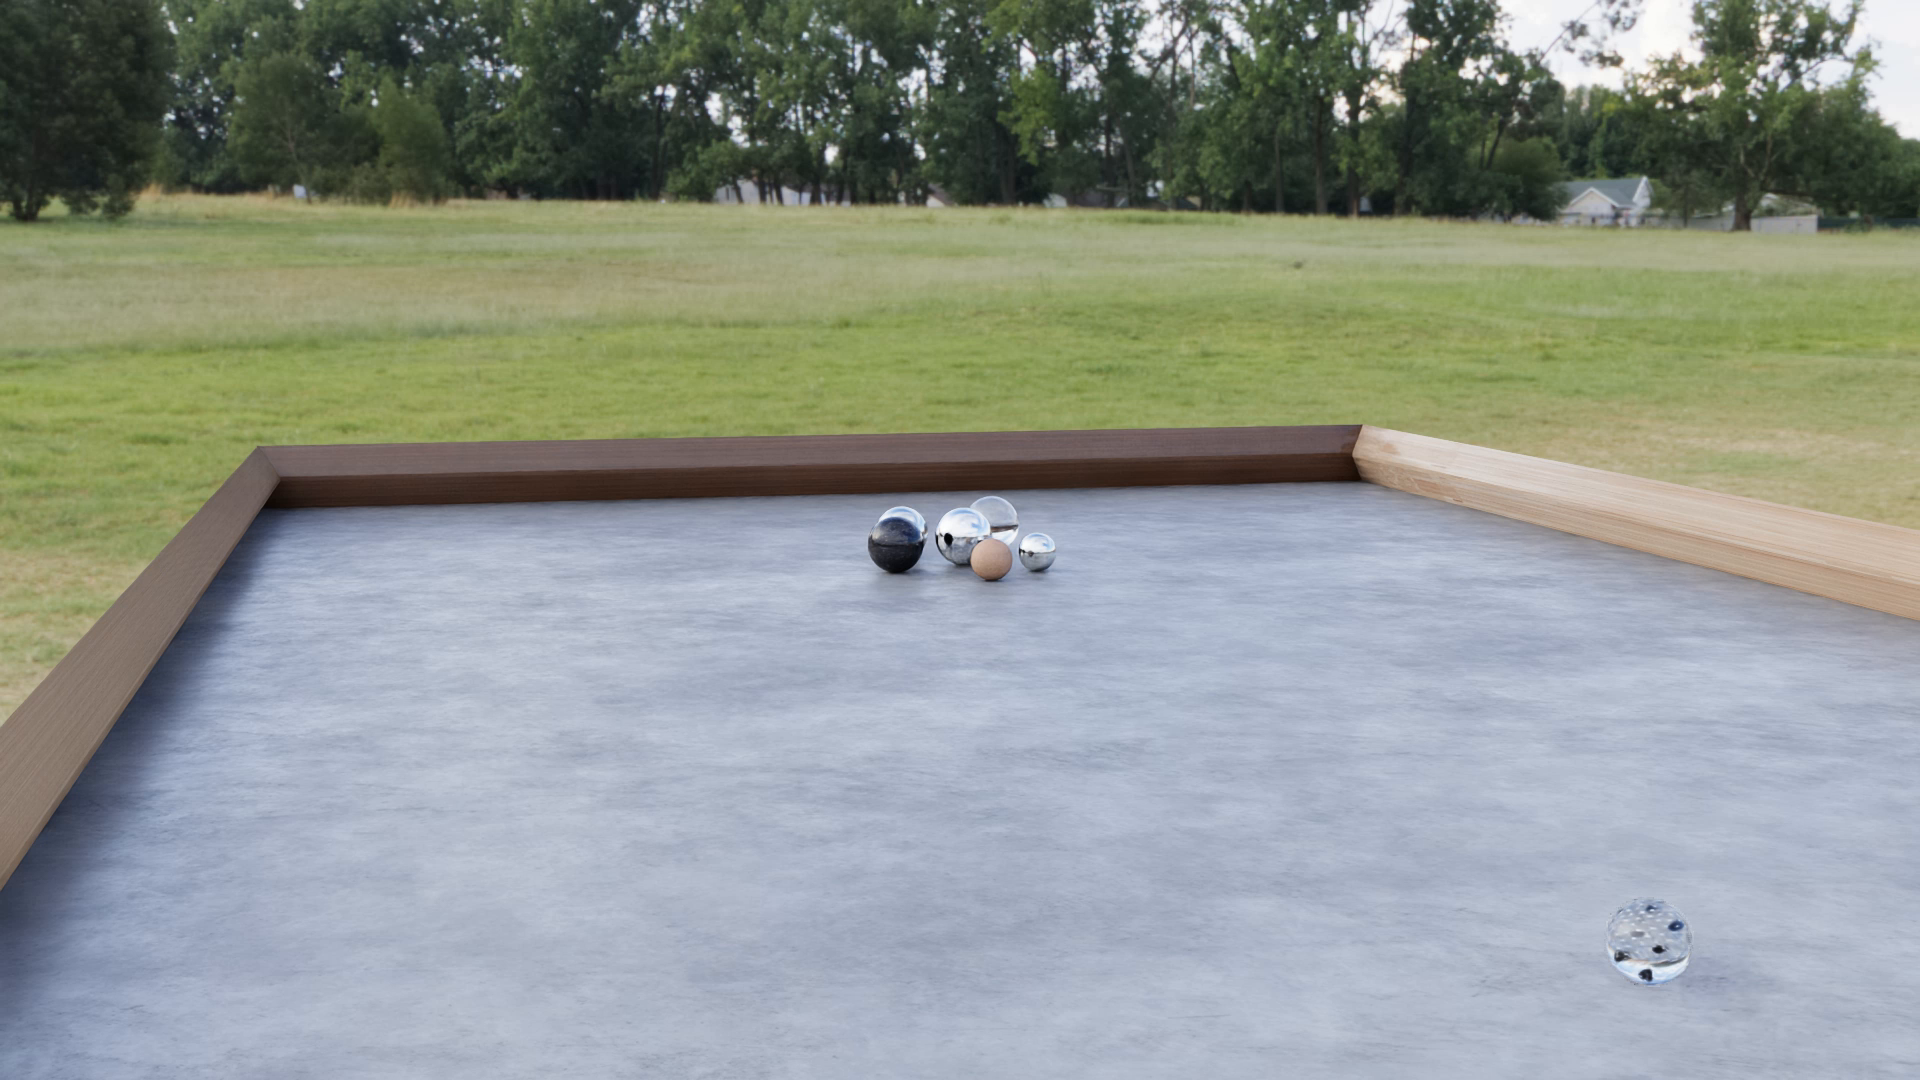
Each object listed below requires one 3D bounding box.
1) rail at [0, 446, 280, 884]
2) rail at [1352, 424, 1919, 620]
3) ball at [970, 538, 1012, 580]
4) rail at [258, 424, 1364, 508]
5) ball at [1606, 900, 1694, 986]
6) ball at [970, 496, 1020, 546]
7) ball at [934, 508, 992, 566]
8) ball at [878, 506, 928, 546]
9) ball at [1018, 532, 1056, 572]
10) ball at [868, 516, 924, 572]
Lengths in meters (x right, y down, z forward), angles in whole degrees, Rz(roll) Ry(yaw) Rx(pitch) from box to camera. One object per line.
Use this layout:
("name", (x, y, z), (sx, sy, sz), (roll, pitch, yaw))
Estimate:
("rail", (-0.891, 0.155, 2.318), (0.045, 0.125, 4.416), (-2, 8, -13))
("rail", (1.395, 0.085, 2.850), (0.045, 0.125, 4.416), (-2, 8, -13))
("ball", (0.050, 0.031, 3.485), (0.067, 0.067, 0.067), (0, 8, 0))
("rail", (-0.247, -0.160, 4.692), (2.396, 0.125, 0.045), (-2, 8, -13))
("ball", (0.494, 0.288, 1.575), (0.060, 0.060, 0.060), (0, 8, 0))
("ball", (0.055, -0.028, 3.817), (0.097, 0.097, 0.097), (0, 8, 0))
("ball", (0.006, -0.006, 3.650), (0.096, 0.096, 0.096), (0, 8, 0))
("ball", (-0.099, -0.012, 3.718), (0.090, 0.090, 0.090), (0, 8, 0))
("ball", (0.126, 0.020, 3.584), (0.064, 0.064, 0.064), (0, 8, 0))
("ball", (-0.105, 0.007, 3.571), (0.092, 0.092, 0.092), (0, 8, 0))
